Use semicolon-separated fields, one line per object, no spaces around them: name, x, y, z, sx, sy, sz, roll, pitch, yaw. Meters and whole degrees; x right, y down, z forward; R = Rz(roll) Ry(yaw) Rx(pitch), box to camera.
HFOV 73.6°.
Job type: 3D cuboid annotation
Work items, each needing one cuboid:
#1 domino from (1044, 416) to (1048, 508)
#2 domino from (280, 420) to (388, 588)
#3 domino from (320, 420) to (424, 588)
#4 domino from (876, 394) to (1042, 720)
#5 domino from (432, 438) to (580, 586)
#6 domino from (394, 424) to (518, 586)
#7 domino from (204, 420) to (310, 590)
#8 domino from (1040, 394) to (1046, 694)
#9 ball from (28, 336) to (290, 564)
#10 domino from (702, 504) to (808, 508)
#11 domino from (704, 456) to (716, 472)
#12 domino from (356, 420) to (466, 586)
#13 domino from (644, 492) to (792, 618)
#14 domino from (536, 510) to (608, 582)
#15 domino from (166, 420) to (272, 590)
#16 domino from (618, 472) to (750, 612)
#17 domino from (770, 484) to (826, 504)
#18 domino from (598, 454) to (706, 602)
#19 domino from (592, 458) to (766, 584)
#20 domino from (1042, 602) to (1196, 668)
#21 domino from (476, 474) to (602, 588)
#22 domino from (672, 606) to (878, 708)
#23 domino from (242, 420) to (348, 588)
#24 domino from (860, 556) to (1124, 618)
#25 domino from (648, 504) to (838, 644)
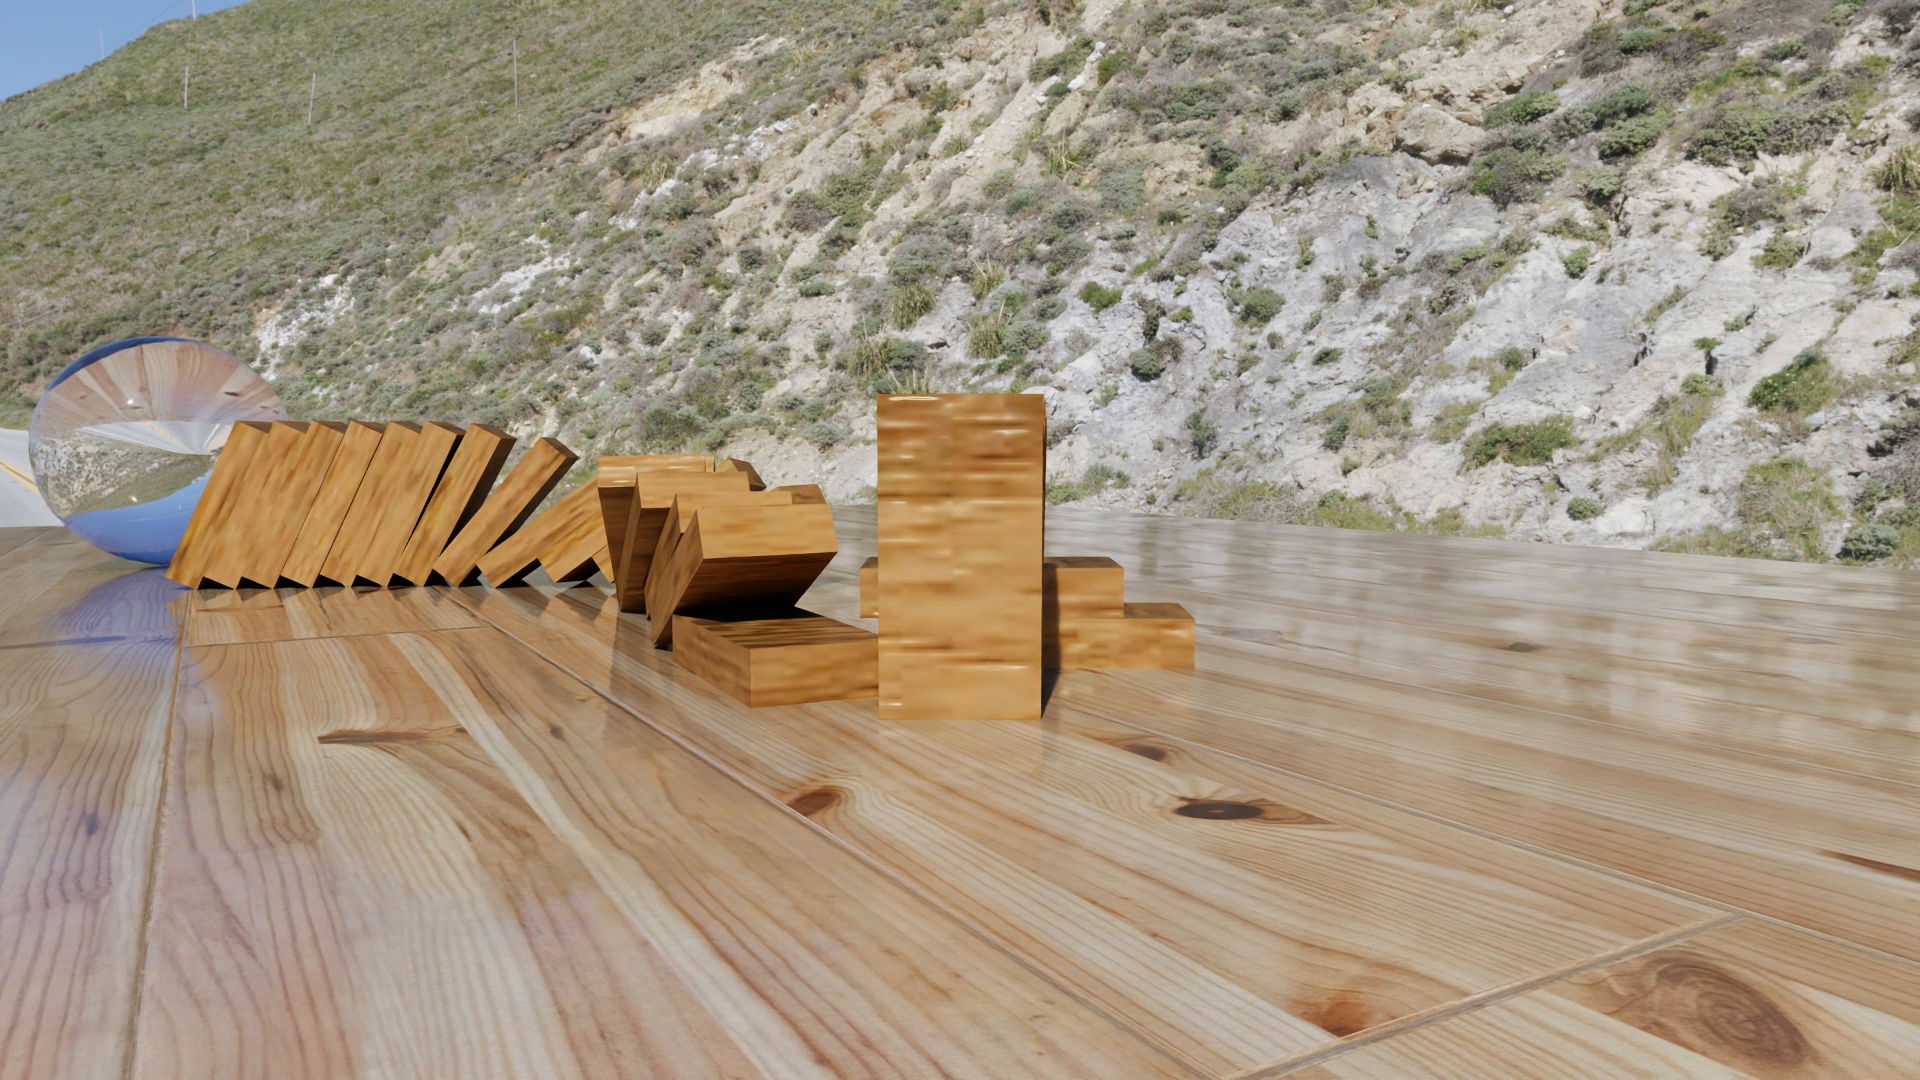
domino;0.002;0.000;0.229;0.025;0.050;0.009;0;25;1
domino;-0.187;-0.011;0.390;0.010;0.050;0.025;25;0;-9
domino;-0.177;-0.012;0.393;0.010;0.050;0.025;25;0;-9
domino;0.000;0.002;0.200;0.025;0.050;0.010;0;6;1
domino;-0.139;-0.009;0.393;0.010;0.050;0.025;40;-2;-9
domino;-0.154;-0.011;0.394;0.009;0.050;0.025;28;0;-9
domino;-0.208;-0.011;0.387;0.010;0.050;0.025;25;1;-9
domino;0.001;0.001;0.216;0.025;0.050;0.010;0;19;2
ball;-0.278;-0.031;0.450;0.080;0.080;0.080;0;4;0
domino;-0.047;0.007;0.279;0.025;0.009;0.050;-2;-21;-22
domino;-0.077;-0.003;0.345;0.025;0.009;0.050;-1;-36;-7
domino;-0.166;-0.012;0.393;0.010;0.050;0.025;25;0;-9
domino;-0.057;0.004;0.297;0.025;0.010;0.050;-1;-24;-23
domino;-0.100;-0.006;0.386;0.050;0.009;0.025;-35;-3;4
domino;-0.218;-0.011;0.385;0.009;0.050;0.025;25;0;-9
domino;-0.068;0.001;0.312;0.025;0.009;0.050;-2;-30;-22
domino;-0.066;-0.001;0.377;0.050;0.009;0.025;-26;-5;19
domino;-0.077;-0.002;0.328;0.025;0.009;0.050;-2;-36;-10
domino;-0.084;-0.006;0.386;0.050;0.010;0.025;-35;-3;4
domino;0.020;0.019;0.256;0.050;0.010;0.025;0;4;2
domino;-0.120;-0.005;0.389;0.050;0.009;0.025;-35;4;2
domino;-0.034;0.020;0.234;0.025;0.009;0.050;-2;5;-27
domino;-0.197;-0.011;0.388;0.010;0.050;0.025;25;0;-9
domino;0.006;0.009;0.256;0.050;0.010;0.025;0;4;0
domino;-0.044;0.008;0.253;0.025;0.010;0.050;-3;-21;-25
